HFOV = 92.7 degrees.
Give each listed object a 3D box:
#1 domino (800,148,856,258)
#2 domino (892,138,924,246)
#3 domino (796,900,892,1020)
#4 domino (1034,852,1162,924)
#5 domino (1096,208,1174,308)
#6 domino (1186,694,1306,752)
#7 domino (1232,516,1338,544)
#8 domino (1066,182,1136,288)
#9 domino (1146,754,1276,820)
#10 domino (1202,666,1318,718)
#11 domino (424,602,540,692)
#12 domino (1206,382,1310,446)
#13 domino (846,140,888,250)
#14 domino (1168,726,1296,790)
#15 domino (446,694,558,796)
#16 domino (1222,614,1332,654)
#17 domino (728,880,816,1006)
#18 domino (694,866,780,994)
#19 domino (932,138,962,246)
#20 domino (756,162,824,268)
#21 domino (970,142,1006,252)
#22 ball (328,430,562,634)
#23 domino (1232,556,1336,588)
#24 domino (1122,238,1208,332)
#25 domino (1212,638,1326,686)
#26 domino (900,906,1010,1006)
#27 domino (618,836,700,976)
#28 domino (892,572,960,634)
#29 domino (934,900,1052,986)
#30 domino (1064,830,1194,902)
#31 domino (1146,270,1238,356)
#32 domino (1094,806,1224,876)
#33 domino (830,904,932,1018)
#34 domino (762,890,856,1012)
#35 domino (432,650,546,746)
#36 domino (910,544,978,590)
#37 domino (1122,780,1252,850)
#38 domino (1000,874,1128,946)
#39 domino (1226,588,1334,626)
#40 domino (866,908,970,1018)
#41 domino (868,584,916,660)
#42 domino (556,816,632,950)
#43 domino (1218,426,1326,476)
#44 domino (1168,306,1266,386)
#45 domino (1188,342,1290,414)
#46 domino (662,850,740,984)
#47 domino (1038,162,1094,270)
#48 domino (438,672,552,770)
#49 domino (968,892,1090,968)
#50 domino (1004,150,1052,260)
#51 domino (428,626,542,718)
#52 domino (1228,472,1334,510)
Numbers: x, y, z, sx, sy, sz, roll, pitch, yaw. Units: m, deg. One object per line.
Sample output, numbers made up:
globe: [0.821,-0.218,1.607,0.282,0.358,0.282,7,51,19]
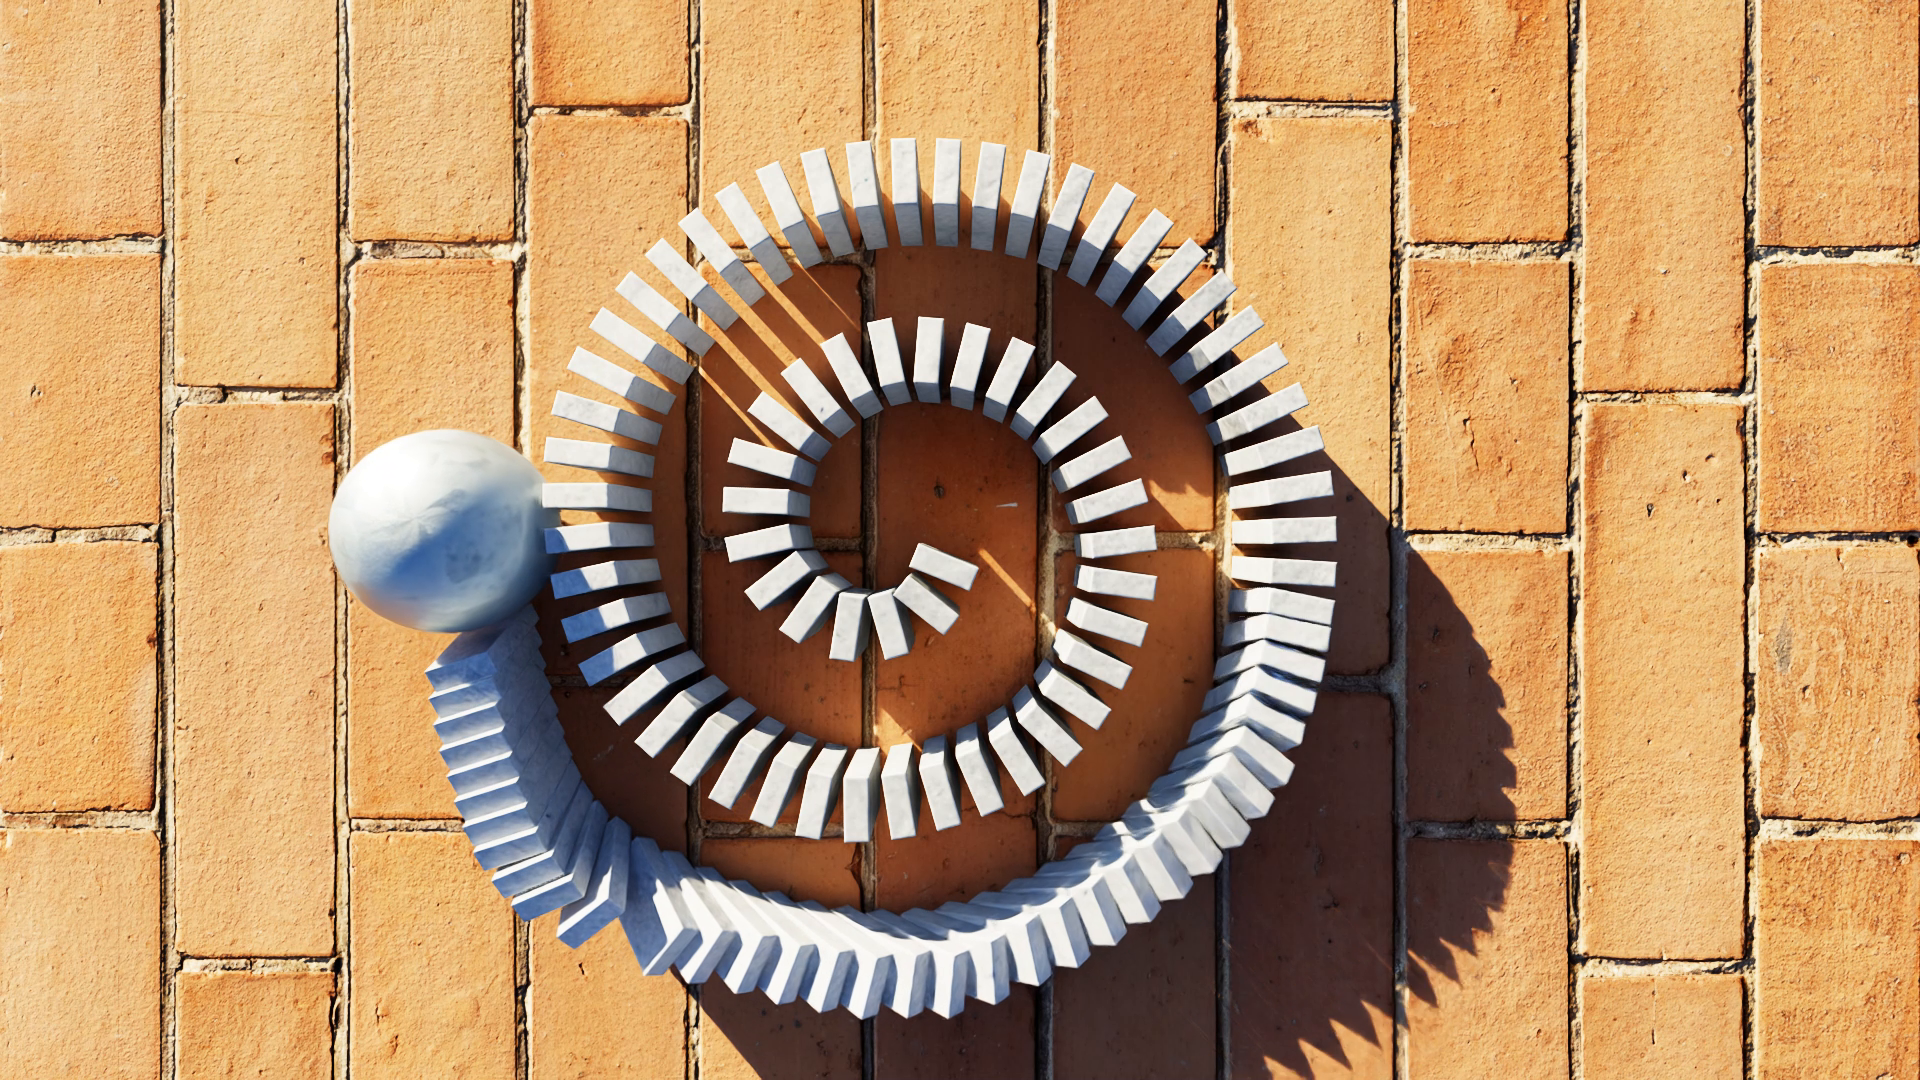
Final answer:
domino: [-0.053,-0.137,0.375,0.010,0.050,0.025,-14,90,0]
domino: [-0.021,-0.141,0.375,0.009,0.050,0.025,-2,90,0]
domino: [-0.052,0.173,0.381,0.050,0.010,0.025,14,90,39]
domino: [0.056,0.145,0.379,0.050,0.010,0.025,-27,90,44]
domino: [0.070,-0.114,0.375,0.010,0.050,0.025,39,90,0]
domino: [0.116,0.079,0.376,0.025,0.050,0.009,28,62,0]
domino: [0.131,-0.004,0.375,0.025,0.050,0.009,-2,90,0]
domino: [0.057,-0.124,0.375,0.009,0.050,0.025,32,90,0]
domino: [0.102,0.105,0.377,0.025,0.050,0.009,45,54,0]
domino: [0.121,0.066,0.375,0.025,0.050,0.010,23,67,0]
domino: [-0.194,0.042,0.375,0.025,0.050,0.009,-18,111,0]
domino: [0.120,-0.051,0.375,0.025,0.050,0.009,-25,90,0]
domino: [-0.037,-0.140,0.375,0.010,0.050,0.025,-7,90,0]
domino: [0.110,0.094,0.376,0.025,0.050,0.009,39,58,0]
domino: [-0.186,0.082,0.375,0.025,0.050,0.010,-18,111,0]
domino: [0.128,0.040,0.375,0.025,0.050,0.009,13,79,0]
domino: [-0.083,0.166,0.381,0.050,0.009,0.025,21,90,39]
domino: [-0.098,0.161,0.381,0.050,0.009,0.025,25,90,39]
domino: [-0.005,-0.141,0.375,0.010,0.050,0.025,3,90,0]
domino: [-0.069,-0.132,0.375,0.010,0.050,0.025,-24,90,0]
domino: [0.011,-0.139,0.375,0.009,0.050,0.025,8,90,0]
ball: [-0.200,-0.003,0.360,0.080,0.080,0.080,0,90,0]
domino: [0.131,0.013,0.375,0.025,0.050,0.009,3,90,0]
domino: [0.083,-0.103,0.375,0.009,0.050,0.025,44,90,0]
domino: [0.125,0.053,0.375,0.025,0.050,0.009,19,73,0]
domino: [-0.003,0.172,0.380,0.050,0.009,0.025,-4,90,41]
domino: [-0.129,0.151,0.380,0.025,0.010,0.050,-51,52,4]
domino: [-0.013,0.025,0.375,0.025,0.050,0.010,38,90,0]
domino: [0.013,0.166,0.380,0.050,0.010,0.025,-12,90,41]
domino: [0.069,0.137,0.379,0.010,0.050,0.025,-31,90,-44]
domino: [0.094,-0.091,0.375,0.025,0.050,0.010,-41,90,0]
domino: [0.081,0.127,0.378,0.009,0.050,0.025,-36,90,-42]
domino: [-0.035,0.174,0.380,0.050,0.009,0.025,8,90,40]
domino: [-0.067,0.170,0.381,0.050,0.009,0.025,17,90,39]
domino: [-0.191,0.063,0.375,0.025,0.050,0.010,-18,111,0]
domino: [-0.006,0.010,0.375,0.025,0.050,0.010,22,90,0]
domino: [0.092,0.117,0.378,0.025,0.050,0.009,50,51,0]
domino: [0.042,0.153,0.380,0.050,0.010,0.025,-23,90,43]
domino: [0.130,0.027,0.375,0.025,0.050,0.009,11,86,0]
domino: [-0.019,0.175,0.380,0.050,0.010,0.025,5,90,40]
domino: [-0.027,0.033,0.375,0.009,0.050,0.025,-16,90,0]
domino: [-0.149,0.139,0.375,0.025,0.050,0.009,-38,117,1]
domino: [0.126,-0.036,0.375,0.025,0.050,0.009,-18,90,0]
domino: [0.104,-0.079,0.375,0.025,0.050,0.010,-36,90,0]
domino: [0.113,-0.065,0.375,0.025,0.050,0.010,-31,90,0]
domino: [-0.115,0.156,0.381,0.050,0.009,0.025,33,90,38]
domino: [0.043,-0.131,0.375,0.010,0.050,0.025,22,90,0]
domino: [-0.189,0.073,0.375,0.025,0.050,0.010,-18,111,0]
domino: [0.028,0.161,0.380,0.050,0.009,0.025,-17,90,42]
domino: [0.027,-0.136,0.375,0.009,0.050,0.025,14,90,0]
domino: [-0.193,0.053,0.375,0.025,0.050,0.009,-18,111,0]
domino: [0.130,-0.020,0.375,0.025,0.050,0.010,-9,90,0]
